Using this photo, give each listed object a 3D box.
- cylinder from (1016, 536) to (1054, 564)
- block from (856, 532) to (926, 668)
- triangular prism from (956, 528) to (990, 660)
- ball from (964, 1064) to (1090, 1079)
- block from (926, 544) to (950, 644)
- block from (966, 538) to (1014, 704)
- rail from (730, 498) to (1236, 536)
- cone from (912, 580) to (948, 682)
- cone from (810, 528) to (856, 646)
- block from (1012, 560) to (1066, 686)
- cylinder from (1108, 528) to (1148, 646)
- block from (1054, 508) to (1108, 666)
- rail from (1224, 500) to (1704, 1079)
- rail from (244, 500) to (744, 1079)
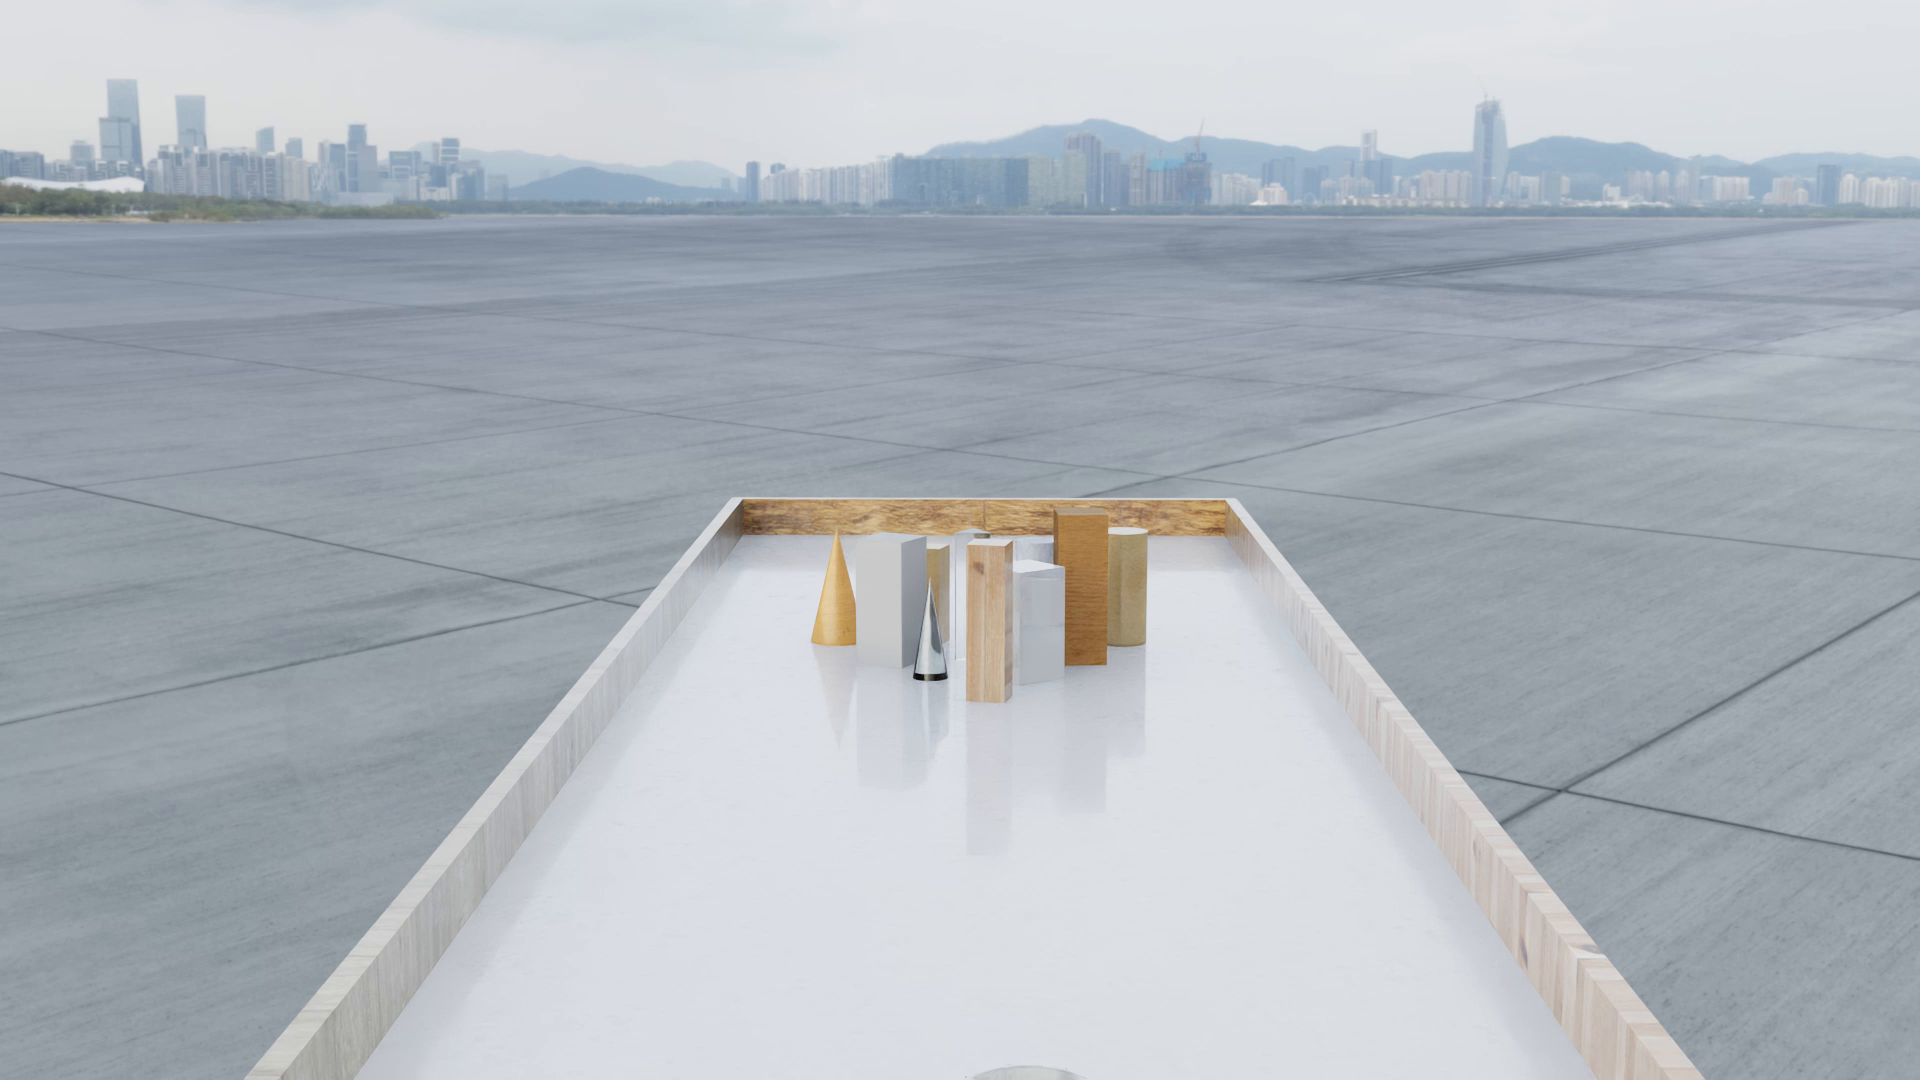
[{"bbox_3d":[0.241,0.164,6.919,0.130,0.331,0.130,0,9,0],"label":"cylinder"},{"bbox_3d":[-0.207,0.180,6.656,0.158,0.381,0.158,5,10,27],"label":"block"},{"bbox_3d":[0.041,0.165,6.712,0.106,0.393,0.092,1,9,3],"label":"triangular prism"},{"bbox_3d":[0.082,0.822,2.661,0.363,0.363,0.363,0,9,0],"label":"ball"},{"bbox_3d":[-0.097,0.171,6.947,0.101,0.308,0.101,3,9,19],"label":"block"},{"bbox_3d":[0.083,0.226,6.164,0.110,0.445,0.110,2,9,13],"label":"block"},{"bbox_3d":[0.099,-0.098,9.147,2.100,0.150,0.050,0,9,1],"label":"rail"},{"bbox_3d":[-0.087,0.254,6.439,0.105,0.302,0.105,0,9,0],"label":"cone"},{"bbox_3d":[-0.388,0.139,6.962,0.174,0.365,0.174,0,9,0],"label":"cone"},{"bbox_3d":[0.187,0.240,6.439,0.169,0.332,0.169,-7,11,-37],"label":"block"},{"bbox_3d":[0.514,0.147,6.942,0.152,0.356,0.152,0,9,0],"label":"cylinder"},{"bbox_3d":[0.364,0.140,6.662,0.149,0.458,0.149,-1,9,-3],"label":"block"},{"bbox_3d":[1.046,0.843,3.208,0.050,0.150,12.000,0,9,1],"label":"rail"},{"bbox_3d":[-1.004,0.839,3.234,0.050,0.150,12.000,0,9,1],"label":"rail"}]
